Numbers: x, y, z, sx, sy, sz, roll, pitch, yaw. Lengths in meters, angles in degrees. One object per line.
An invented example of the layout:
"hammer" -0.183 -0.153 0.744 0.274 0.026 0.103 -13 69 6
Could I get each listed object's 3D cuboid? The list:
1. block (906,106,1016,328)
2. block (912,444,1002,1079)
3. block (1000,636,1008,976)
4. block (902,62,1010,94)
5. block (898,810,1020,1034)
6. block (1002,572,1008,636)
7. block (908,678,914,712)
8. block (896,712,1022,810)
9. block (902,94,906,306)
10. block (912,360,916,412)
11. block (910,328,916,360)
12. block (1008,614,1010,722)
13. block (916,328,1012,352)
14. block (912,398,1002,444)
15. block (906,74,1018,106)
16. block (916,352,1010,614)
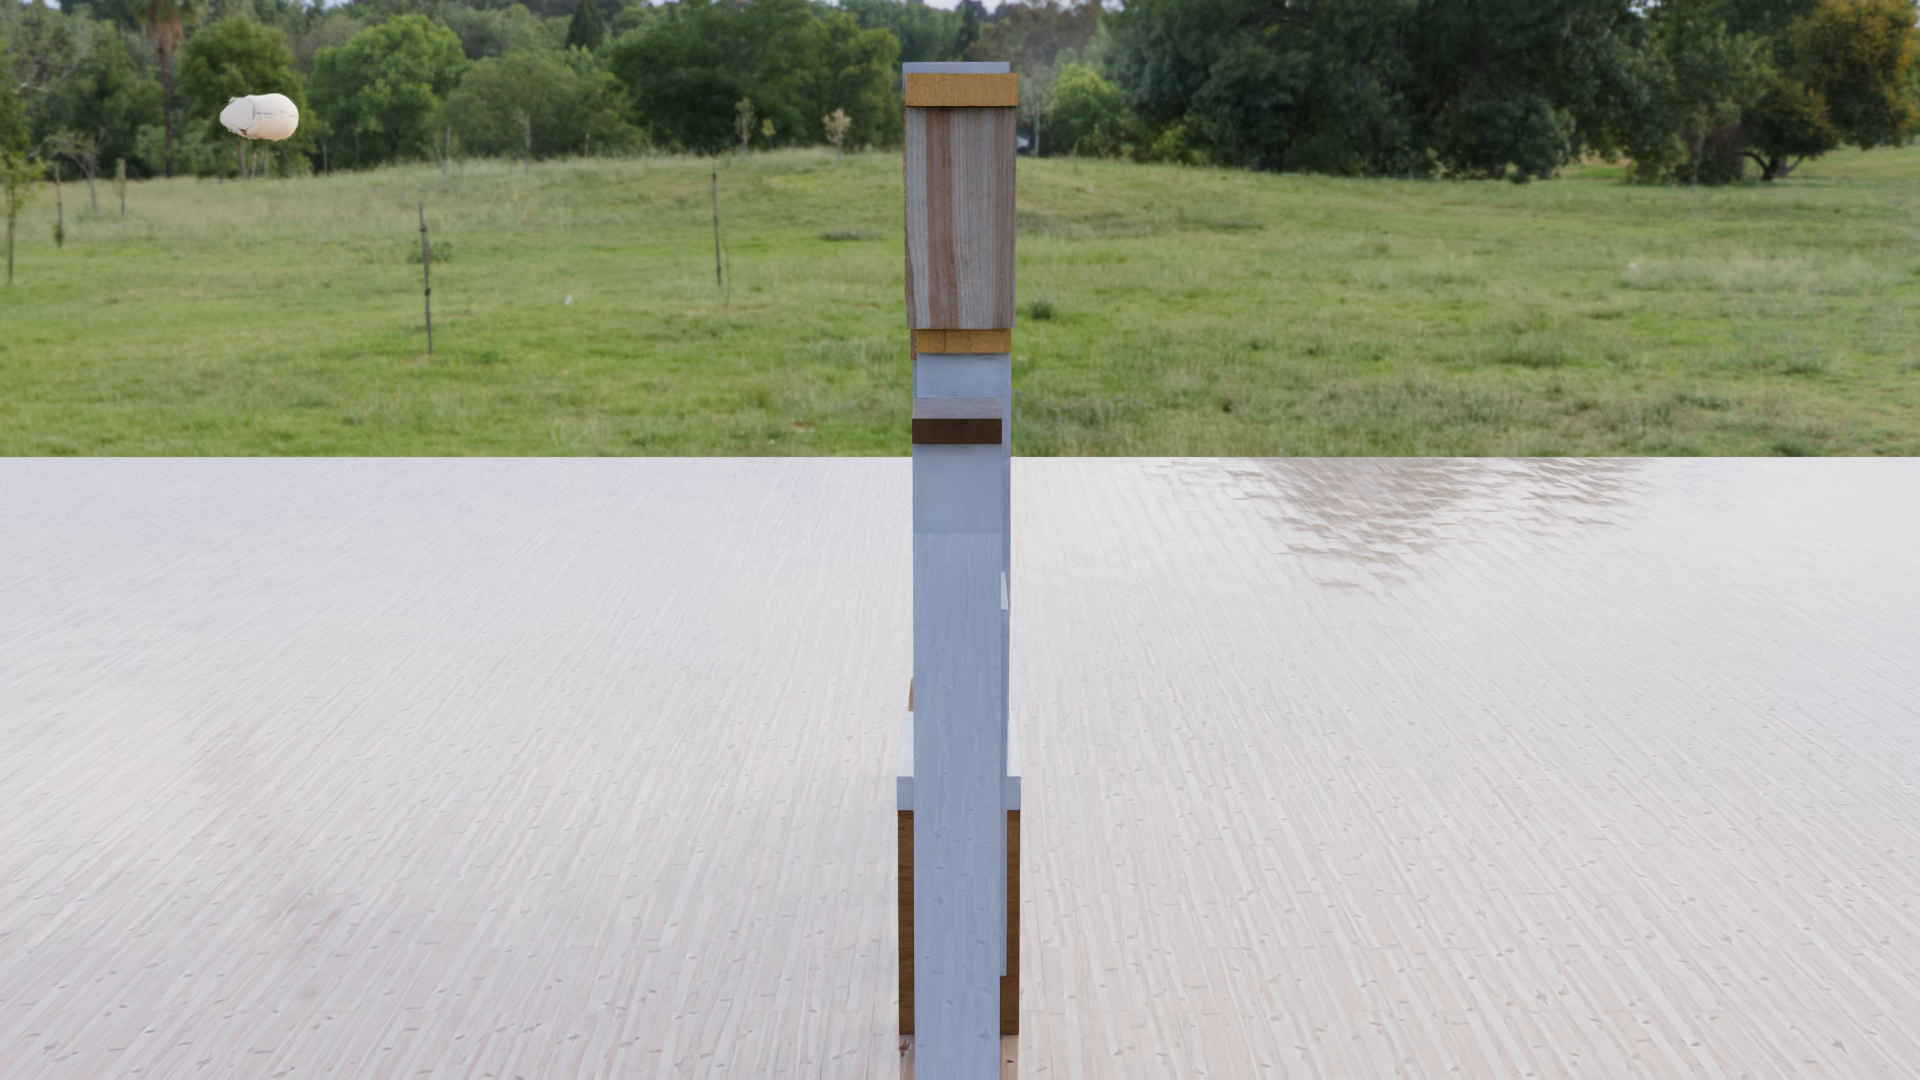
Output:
"block" 0.002 -0.423 2.887 0.143 0.286 0.041 0 12 0
"block" -0.004 0.308 2.785 0.109 0.877 0.031 0 11 0
"block" 0.001 0.341 2.858 0.119 0.464 0.034 0 11 0
"block" -0.006 -0.678 3.239 0.150 0.042 0.300 0 11 0
"block" -0.001 0.525 3.088 0.170 0.339 0.048 0 11 0
"block" 0.002 0.082 2.890 0.119 0.034 0.238 0 11 0
"block" -0.003 0.279 3.495 0.157 0.045 0.315 0 11 0
"block" -0.001 0.314 3.164 0.170 0.048 0.339 0 11 0
"block" -0.006 -0.491 3.173 0.150 0.300 0.042 0 11 0
"block" -0.004 -0.431 4.293 0.177 0.598 0.050 0 10 0
"block" -0.003 -0.508 4.038 0.177 0.354 0.050 0 10 0
"block" 0.003 0.129 3.263 0.139 0.279 0.040 0 11 0
"block" 0.004 -0.291 3.057 0.127 0.036 0.254 0 10 0
"block" -0.004 -0.152 2.774 0.109 0.031 0.219 0 10 0
"block" 0.002 -0.601 2.951 0.143 0.041 0.286 0 11 0
"block" 0.005 -0.079 3.010 0.127 0.364 0.036 0 11 0
